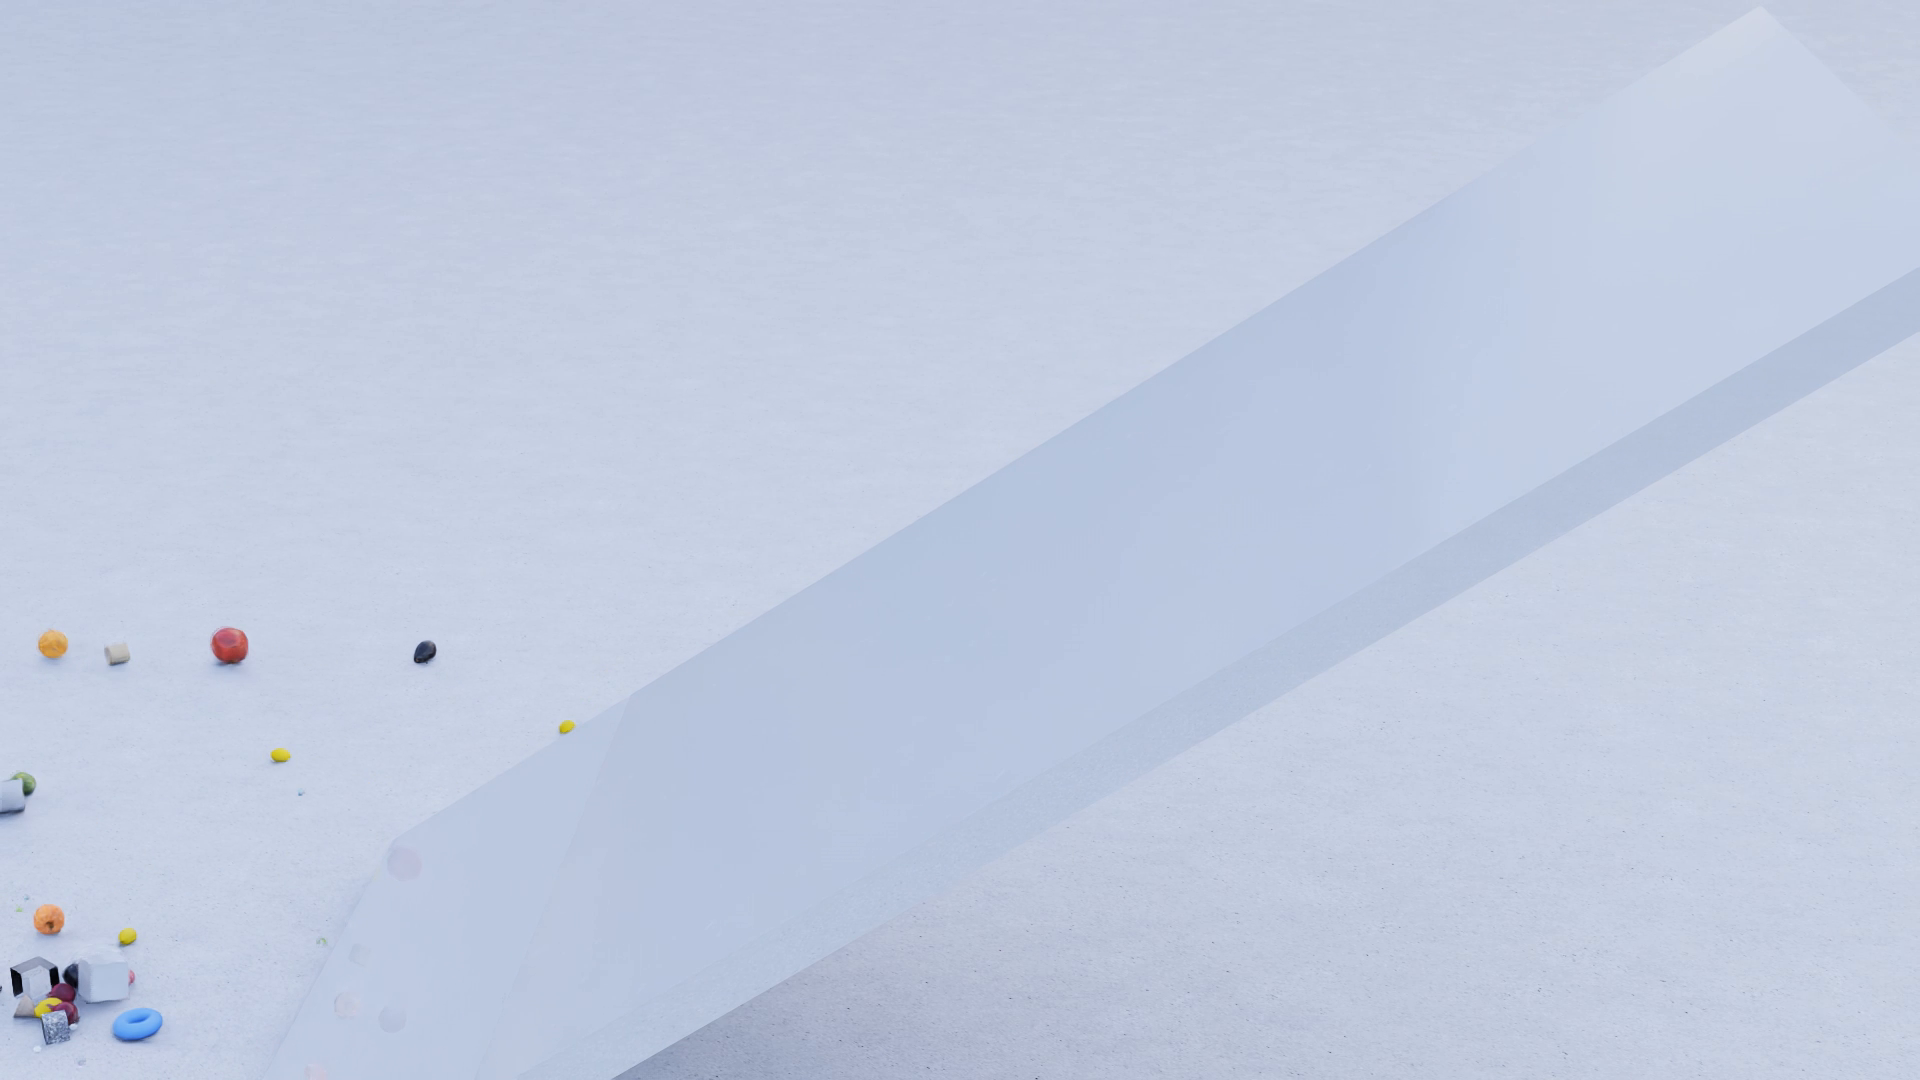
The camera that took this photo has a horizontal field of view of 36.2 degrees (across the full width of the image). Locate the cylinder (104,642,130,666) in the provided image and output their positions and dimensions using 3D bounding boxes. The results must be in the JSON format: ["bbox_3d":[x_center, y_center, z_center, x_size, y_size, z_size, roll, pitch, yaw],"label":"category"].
[{"bbox_3d":[-2.585,0.350,9.023,0.059,0.059,0.059,-13,24,-31],"label":"cylinder"}]

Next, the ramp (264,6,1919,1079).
[{"bbox_3d":[0.138,0.171,6.298,4.000,0.100,2.000,-31,16,14],"label":"ramp"}]

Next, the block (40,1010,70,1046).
[{"bbox_3d":[-2.125,1.145,6.910,0.054,0.054,0.054,-9,22,-23],"label":"block"}]

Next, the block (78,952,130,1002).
[{"bbox_3d":[-2.059,1.050,7.067,0.092,0.092,0.092,-1,7,-36],"label":"block"}]

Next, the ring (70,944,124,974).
[{"bbox_3d":[-2.120,1.032,7.226,0.131,0.044,0.131,-1,19,0],"label":"ring"}]

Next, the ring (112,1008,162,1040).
[{"bbox_3d":[-1.941,1.142,6.941,0.116,0.039,0.116,-3,18,1],"label":"ring"}]

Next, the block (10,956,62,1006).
[{"bbox_3d":[-2.228,1.064,7.090,0.079,0.079,0.079,17,26,37],"label":"block"}]

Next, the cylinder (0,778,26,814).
[{"bbox_3d":[-2.608,0.702,8.045,0.087,0.087,0.087,-7,22,-18],"label":"cylinder"}]
